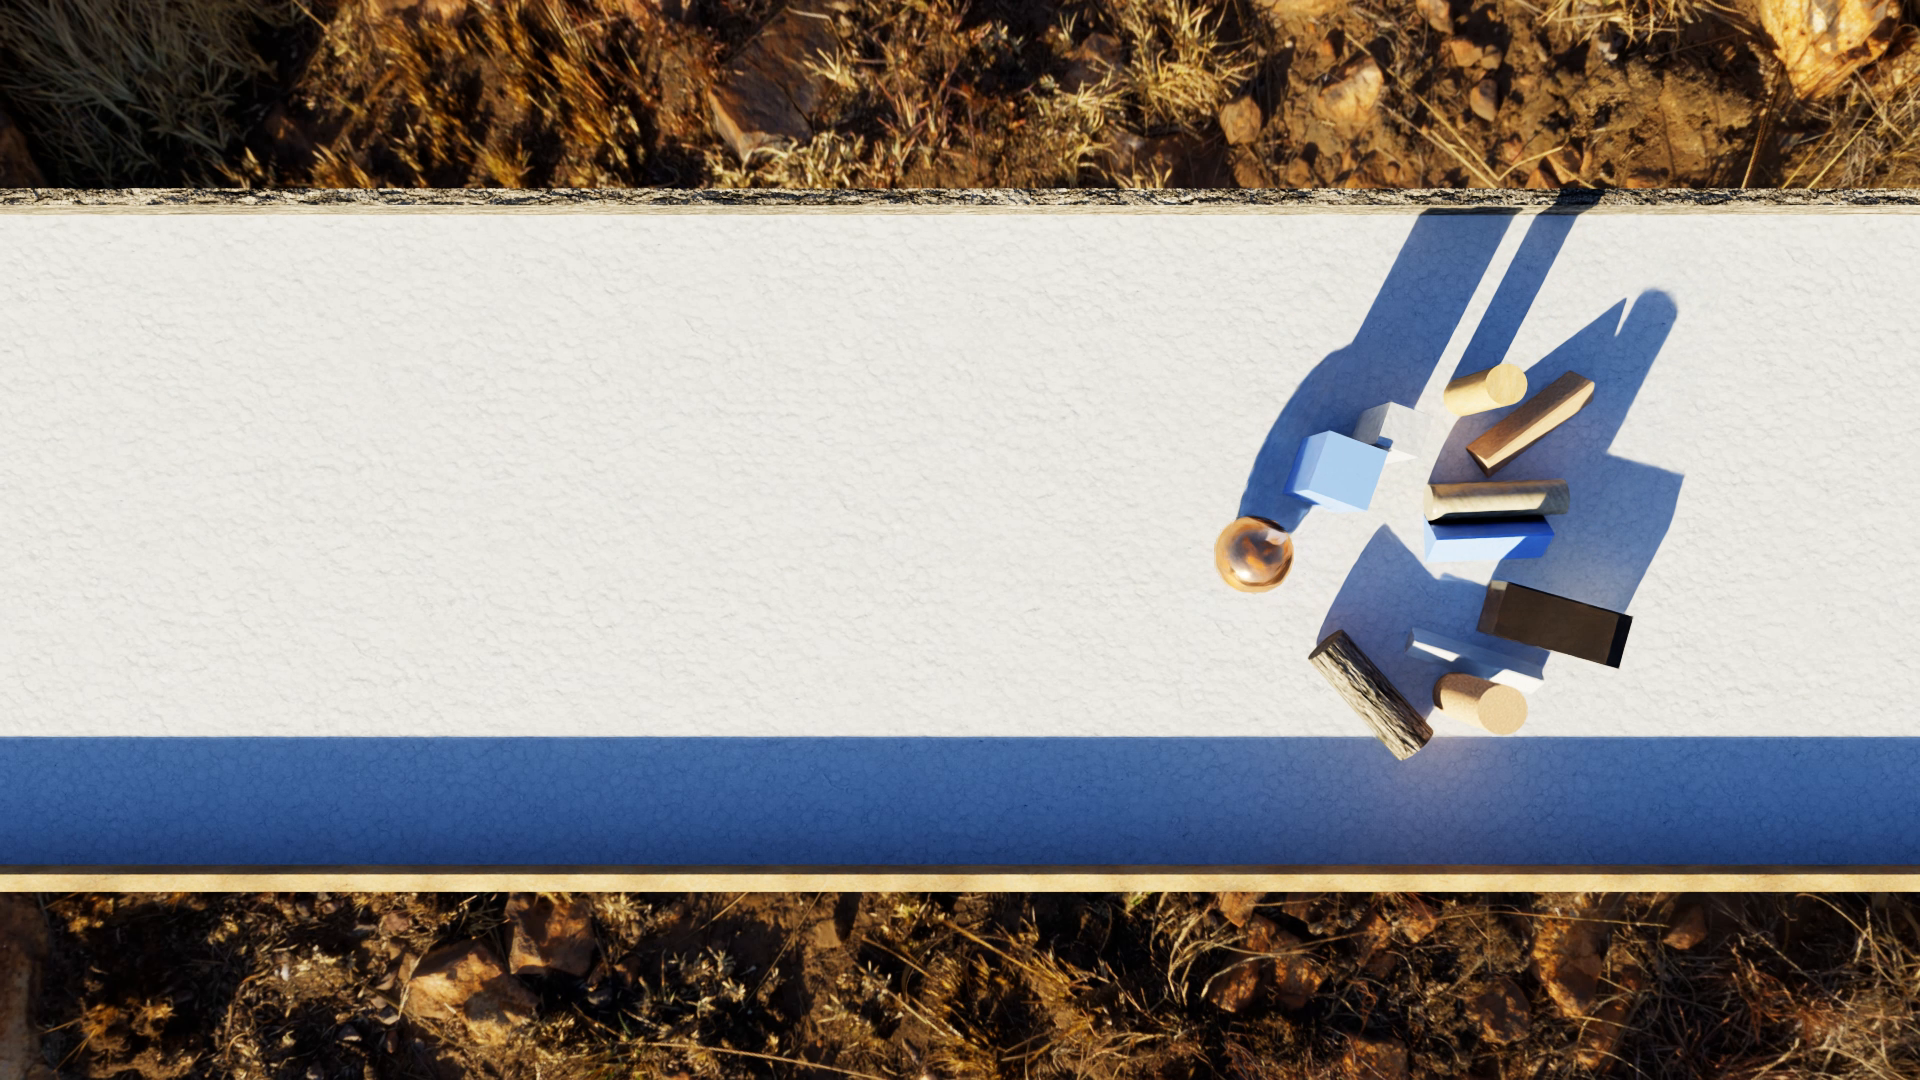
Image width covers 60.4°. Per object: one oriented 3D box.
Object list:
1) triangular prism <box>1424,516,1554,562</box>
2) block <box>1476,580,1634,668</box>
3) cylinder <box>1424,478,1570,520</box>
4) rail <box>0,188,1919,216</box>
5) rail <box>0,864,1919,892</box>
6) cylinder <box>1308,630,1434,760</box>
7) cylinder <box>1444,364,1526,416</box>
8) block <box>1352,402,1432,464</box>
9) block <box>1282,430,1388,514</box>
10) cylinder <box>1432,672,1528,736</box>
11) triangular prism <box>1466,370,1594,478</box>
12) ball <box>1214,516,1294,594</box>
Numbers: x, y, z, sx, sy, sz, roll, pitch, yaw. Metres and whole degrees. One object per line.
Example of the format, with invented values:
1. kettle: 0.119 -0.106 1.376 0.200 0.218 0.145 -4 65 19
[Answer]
1. triangular prism: 1.606 -0.011 5.011 0.356 0.124 0.143 -2 90 0
2. block: 1.798 0.254 4.995 0.389 0.163 0.163 16 90 0
3. cylinder: 1.631 -0.124 5.022 0.412 0.109 0.109 -2 90 0
4. rail: -2.247 -1.025 5.002 12.000 0.150 0.050 0 90 0
5. rail: -2.247 1.025 5.001 12.000 0.150 0.050 0 90 0
6. cylinder: 1.247 0.470 5.008 0.138 0.138 0.410 -42 90 0
7. cylinder: 1.546 -0.440 4.871 0.117 0.411 0.117 0 90 0
8. block: 1.272 -0.315 4.896 0.126 0.362 0.126 19 90 0
9. block: 1.107 -0.197 4.889 0.179 0.376 0.179 20 90 0
10. cylinder: 1.524 0.477 4.854 0.141 0.444 0.141 0 90 0
11. triangular prism: 1.750 -0.356 5.023 0.400 0.101 0.117 -37 90 0
12. ball: 0.885 0.044 4.959 0.235 0.235 0.235 0 90 0
